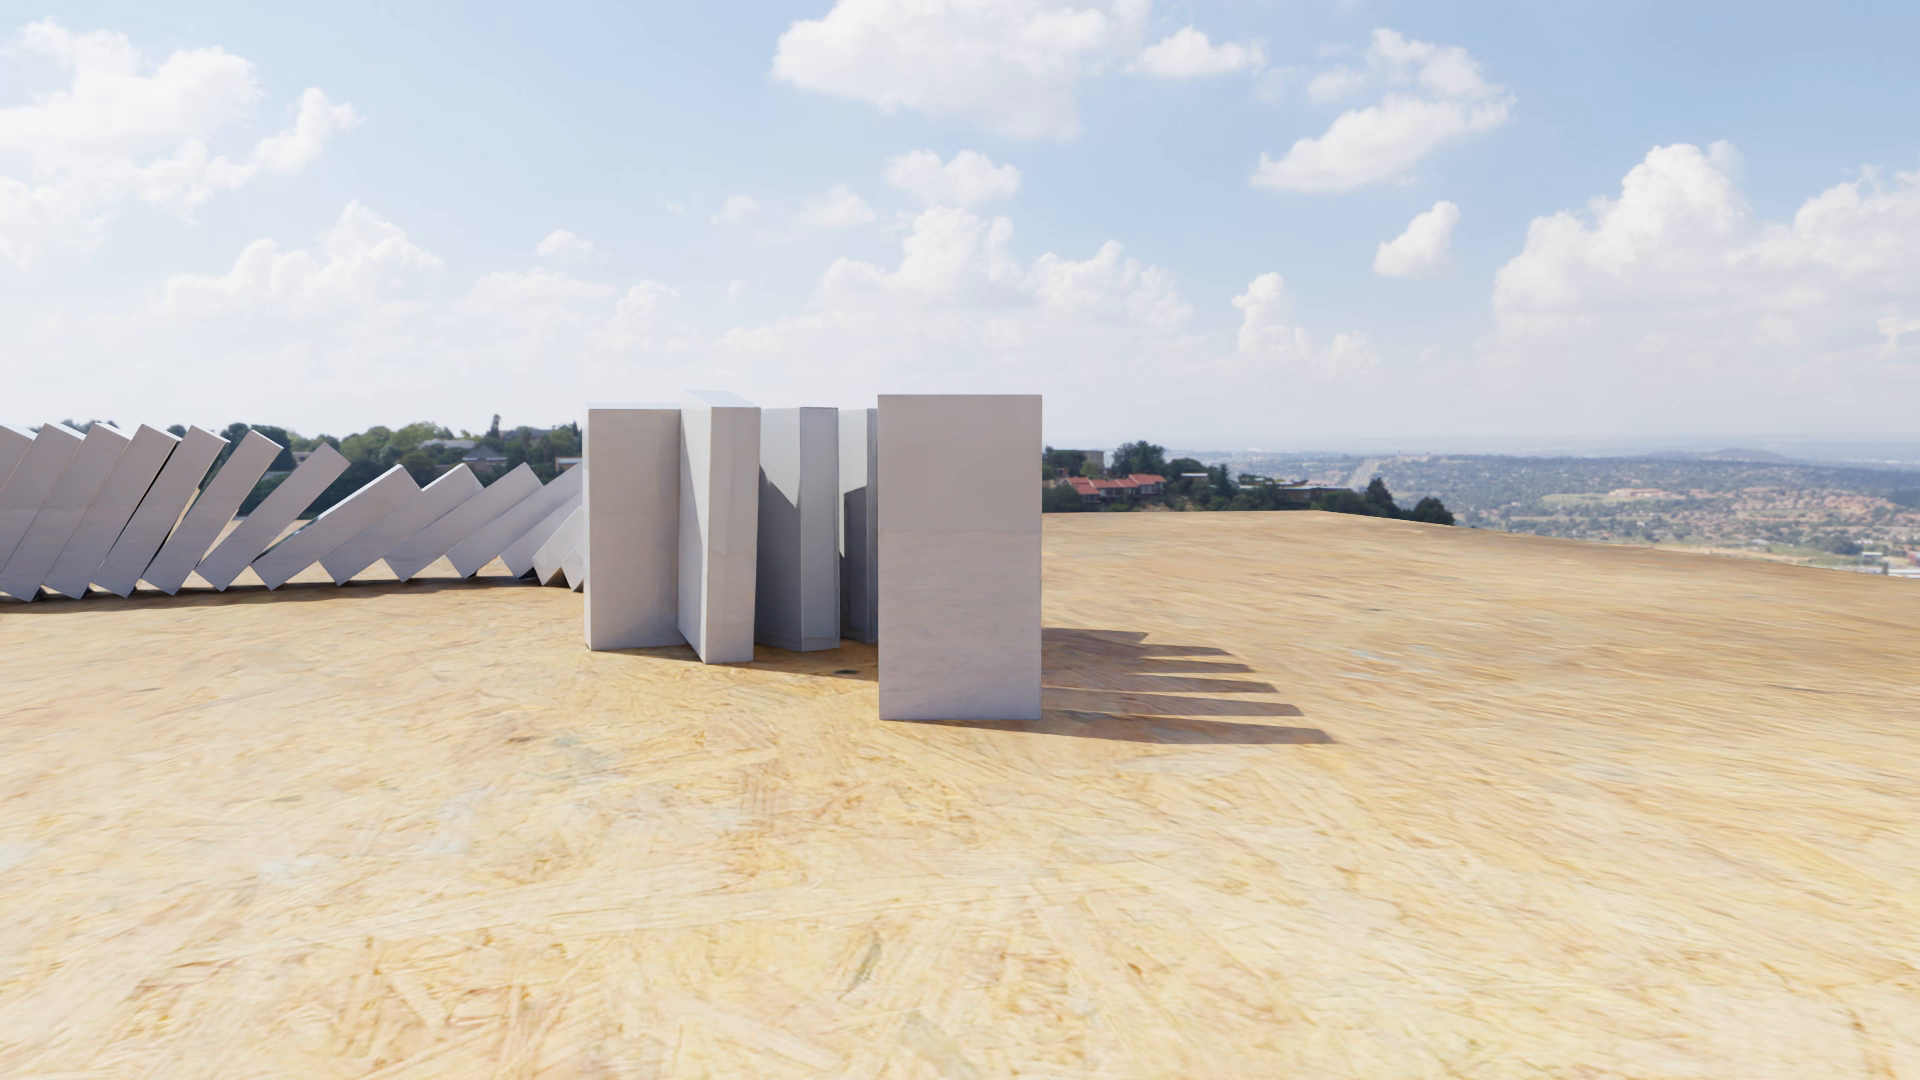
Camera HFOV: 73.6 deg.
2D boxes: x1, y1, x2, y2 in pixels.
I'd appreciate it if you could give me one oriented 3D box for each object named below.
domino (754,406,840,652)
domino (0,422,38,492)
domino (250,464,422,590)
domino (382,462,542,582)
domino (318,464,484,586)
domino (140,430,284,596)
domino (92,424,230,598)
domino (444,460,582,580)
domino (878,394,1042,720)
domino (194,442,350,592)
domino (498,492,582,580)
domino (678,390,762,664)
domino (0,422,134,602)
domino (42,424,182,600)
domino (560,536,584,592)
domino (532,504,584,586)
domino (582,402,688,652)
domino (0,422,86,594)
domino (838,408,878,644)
[{"bbox_3d":[-0.037,-0.003,0.272,0.009,0.050,0.025,-4,6,-41],"label":"domino"},{"bbox_3d":[-0.267,-0.008,0.347,0.009,0.050,0.025,31,-10,-25],"label":"domino"},{"bbox_3d":[-0.189,-0.005,0.389,0.050,0.010,0.025,-39,19,-19],"label":"domino"},{"bbox_3d":[-0.155,-0.006,0.402,0.050,0.009,0.025,-37,13,-14],"label":"domino"},{"bbox_3d":[-0.172,-0.005,0.396,0.050,0.010,0.025,-38,17,-18],"label":"domino"},{"bbox_3d":[-0.217,-0.009,0.373,0.009,0.050,0.025,36,-12,-24],"label":"domino"},{"bbox_3d":[-0.228,-0.009,0.367,0.009,0.050,0.025,32,-10,-25],"label":"domino"},{"bbox_3d":[-0.136,-0.007,0.405,0.050,0.009,0.025,-37,9,-10],"label":"domino"},{"bbox_3d":[0.000,0.002,0.201,0.025,0.050,0.010,0,4,0],"label":"domino"},{"bbox_3d":[-0.203,-0.008,0.381,0.009,0.050,0.025,46,-17,-22],"label":"domino"},{"bbox_3d":[-0.117,-0.007,0.401,0.050,0.009,0.025,-37,-1,4],"label":"domino"},{"bbox_3d":[-0.048,-0.003,0.255,0.009,0.050,0.025,-2,14,-24],"label":"domino"},{"bbox_3d":[-0.247,-0.008,0.357,0.009,0.050,0.025,31,-10,-25],"label":"domino"},{"bbox_3d":[-0.238,-0.009,0.362,0.009,0.050,0.025,31,-10,-25],"label":"domino"},{"bbox_3d":[-0.090,-0.004,0.366,0.025,0.009,0.050,-5,-31,-51],"label":"domino"},{"bbox_3d":[-0.103,-0.004,0.381,0.050,0.010,0.025,-39,-20,33],"label":"domino"},{"bbox_3d":[-0.065,-0.003,0.267,0.025,0.050,0.010,-3,14,-23],"label":"domino"},{"bbox_3d":[-0.257,-0.008,0.352,0.009,0.050,0.025,31,-10,-25],"label":"domino"},{"bbox_3d":[-0.023,-0.004,0.285,0.009,0.050,0.025,-3,5,-36],"label":"domino"}]
